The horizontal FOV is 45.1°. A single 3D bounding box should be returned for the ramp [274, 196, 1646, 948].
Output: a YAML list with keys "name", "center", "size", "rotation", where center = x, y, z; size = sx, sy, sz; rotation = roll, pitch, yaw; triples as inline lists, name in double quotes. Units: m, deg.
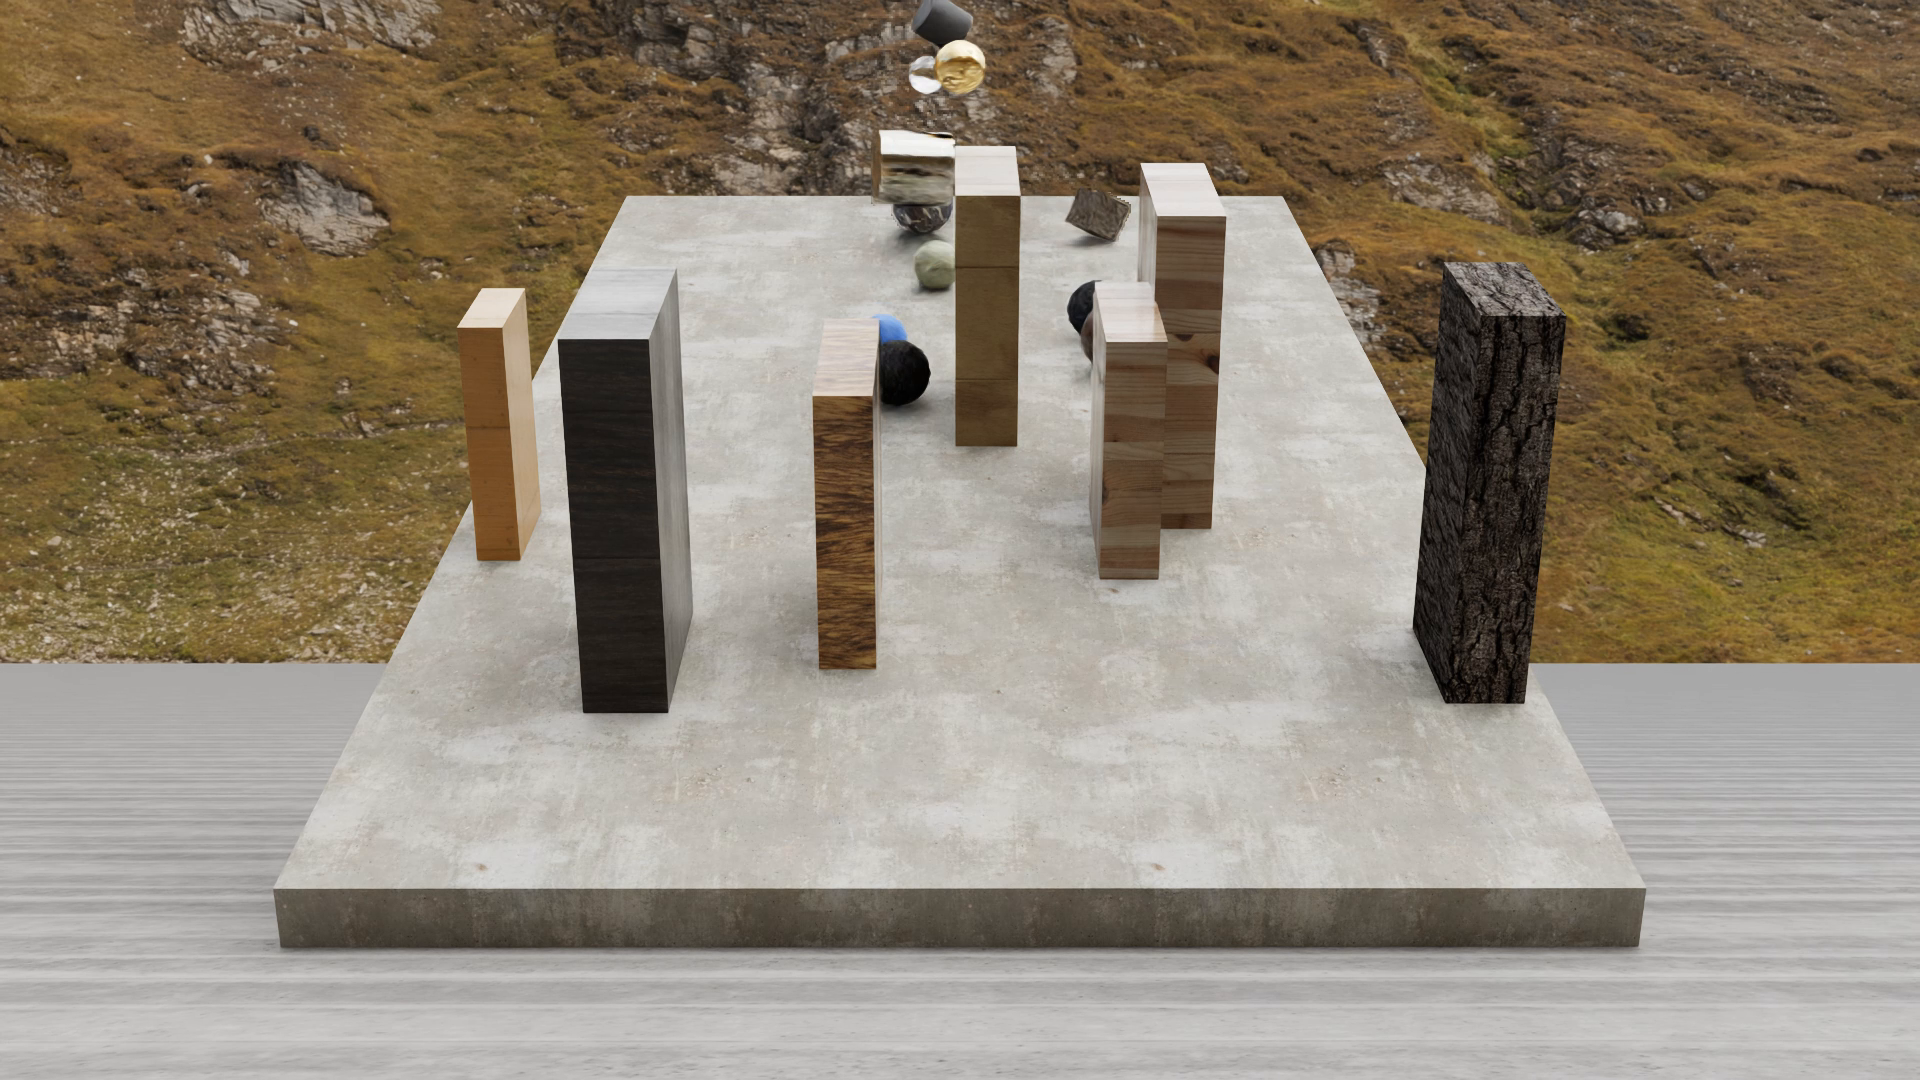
- name: "ramp"
  center: [-0.007, -0.225, 5.225]
  size: [2.000, 0.100, 4.000]
  rotation: [0, 23, 0]

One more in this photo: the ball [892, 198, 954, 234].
- name: "ball"
  center: [-0.107, -0.969, 6.630]
  size: [0.176, 0.176, 0.176]
  rotation: [0, -3, 0]

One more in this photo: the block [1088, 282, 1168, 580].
- name: "block"
  center: [0.321, -0.217, 4.471]
  size: [0.112, 0.473, 0.380]
  rotation: [0, 23, 0]

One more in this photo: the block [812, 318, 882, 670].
- name: "block"
  center: [-0.196, -0.090, 4.128]
  size: [0.100, 0.504, 0.427]
  rotation: [0, 23, 0]

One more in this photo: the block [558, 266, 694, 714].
- name: "block"
  center: [-0.561, -0.091, 3.933]
  size: [0.143, 0.657, 0.406]
  rotation: [0, 23, 0]

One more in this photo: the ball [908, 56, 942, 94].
- name: "ball"
  center: [-0.098, -1.381, 6.855]
  size: [0.110, 0.110, 0.110]
  rotation: [0, -3, 0]

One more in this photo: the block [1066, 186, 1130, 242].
- name: "block"
  center: [0.391, -0.926, 6.561]
  size: [0.109, 0.109, 0.109]
  rotation: [20, 5, -39]

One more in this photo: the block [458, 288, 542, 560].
- name: "block"
  center: [-0.891, -0.226, 4.488]
  size: [0.084, 0.471, 0.248]
  rotation: [0, 23, 0]

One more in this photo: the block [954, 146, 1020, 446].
- name: "block"
  center: [0.057, -0.549, 5.144]
  size: [0.135, 0.560, 0.441]
  rotation: [0, 23, 0]

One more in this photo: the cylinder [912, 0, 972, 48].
- name: "cylinder"
  center: [-0.053, -1.530, 6.835]
  size: [0.130, 0.130, 0.130]
  rotation: [26, -13, -22]

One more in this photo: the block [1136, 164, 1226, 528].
- name: "block"
  center: [0.437, -0.399, 4.687]
  size: [0.131, 0.641, 0.418]
  rotation: [0, 23, 0]

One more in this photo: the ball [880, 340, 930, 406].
- name: "ball"
  center: [-0.143, -0.382, 5.276]
  size: [0.150, 0.150, 0.150]
  rotation: [0, -3, 0]

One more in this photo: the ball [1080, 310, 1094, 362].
- name: "ball"
  center: [0.373, -0.483, 5.486]
  size: [0.173, 0.173, 0.173]
  rotation: [0, -3, 0]

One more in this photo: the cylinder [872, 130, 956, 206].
- name: "cylinder"
  center: [-0.130, -1.034, 6.428]
  size: [0.204, 0.204, 0.204]
  rotation: [1, -3, -9]

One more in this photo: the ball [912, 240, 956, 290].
- name: "ball"
  center: [-0.061, -0.729, 6.125]
  size: [0.129, 0.129, 0.129]
  rotation: [0, -3, 0]

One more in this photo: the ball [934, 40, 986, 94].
- name: "ball"
  center: [0.000, -1.331, 6.501]
  size: [0.148, 0.148, 0.148]
  rotation: [0, -3, 0]

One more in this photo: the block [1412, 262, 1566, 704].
- name: "block"
  center: [0.889, -0.097, 3.918]
  size: [0.135, 0.685, 0.302]
  rotation: [0, 23, 0]

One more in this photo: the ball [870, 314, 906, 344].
- name: "ball"
  center: [-0.186, -0.486, 5.563]
  size: [0.117, 0.117, 0.117]
  rotation: [0, -3, 0]

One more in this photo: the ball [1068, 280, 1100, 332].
- name: "ball"
  center: [0.338, -0.572, 5.736]
  size: [0.143, 0.143, 0.143]
  rotation: [0, -3, 0]
